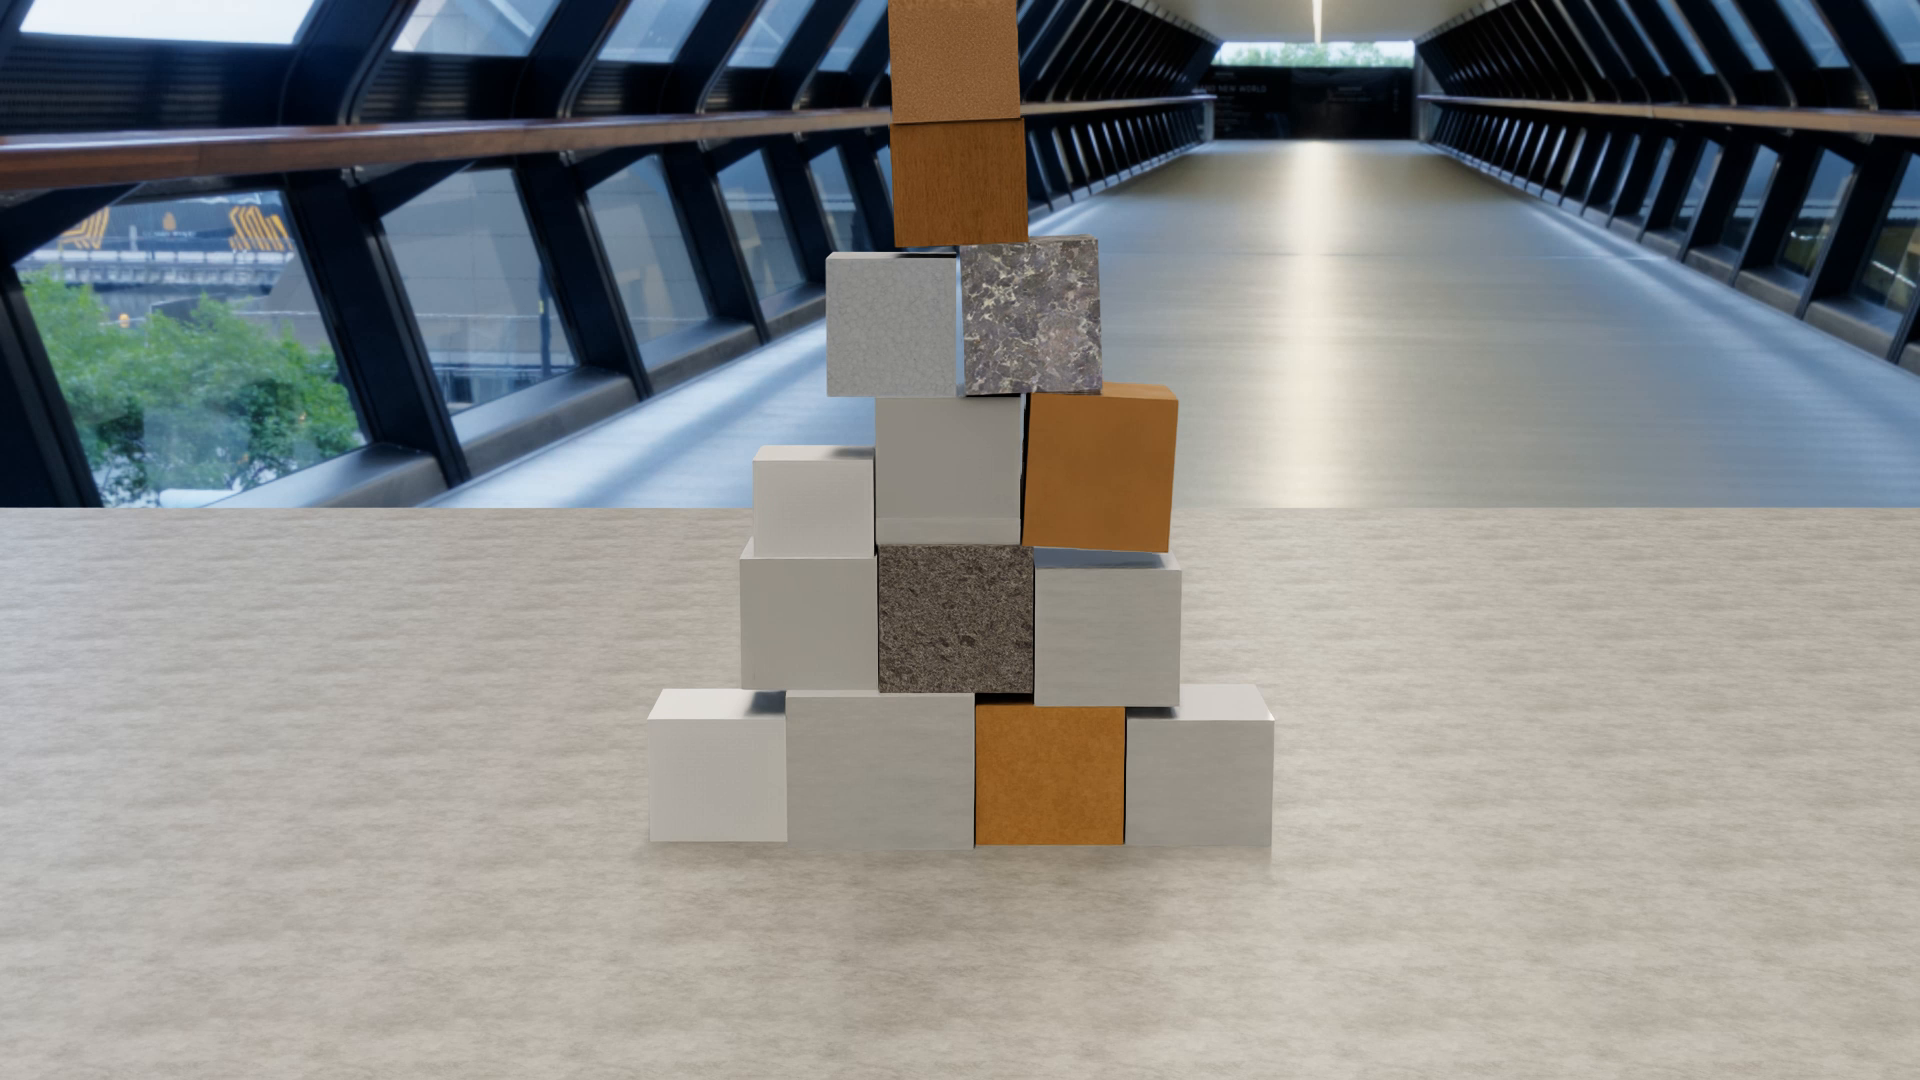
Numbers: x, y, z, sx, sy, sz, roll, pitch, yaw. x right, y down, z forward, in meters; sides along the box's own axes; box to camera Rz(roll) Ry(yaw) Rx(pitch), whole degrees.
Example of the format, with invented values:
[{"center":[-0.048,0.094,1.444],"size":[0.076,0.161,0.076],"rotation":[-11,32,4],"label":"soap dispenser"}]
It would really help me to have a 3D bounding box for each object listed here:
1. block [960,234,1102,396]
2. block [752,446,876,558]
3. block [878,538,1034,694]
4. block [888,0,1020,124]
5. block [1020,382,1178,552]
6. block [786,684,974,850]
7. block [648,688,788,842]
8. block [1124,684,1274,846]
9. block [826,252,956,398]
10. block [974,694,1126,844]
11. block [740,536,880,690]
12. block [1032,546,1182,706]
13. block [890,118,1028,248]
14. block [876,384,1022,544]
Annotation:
[{"center":[0.346,-1.134,10.970],"size":[0.667,0.724,0.667],"rotation":[-2,10,0],"label":"block"},{"center":[-0.727,-0.203,11.164],"size":[0.597,0.486,0.545],"rotation":[0,10,0],"label":"block"},{"center":[-0.019,0.333,11.235],"size":[0.762,0.743,0.708],"rotation":[0,10,0],"label":"block"},{"center":[-0.029,-2.379,10.735],"size":[0.610,0.656,0.570],"rotation":[-2,10,0],"label":"block"},{"center":[0.686,-0.386,11.096],"size":[0.721,0.757,0.676],"rotation":[3,10,-1],"label":"block"},{"center":[-0.398,1.089,11.365],"size":[0.932,0.791,0.847],"rotation":[0,10,0],"label":"block"},{"center":[-1.222,1.159,11.400],"size":[0.696,0.641,0.619],"rotation":[0,10,0],"label":"block"},{"center":[1.202,1.154,11.398],"size":[0.737,0.652,0.742],"rotation":[0,10,0],"label":"block"},{"center":[-0.334,-1.086,10.996],"size":[0.632,0.672,0.629],"rotation":[0,10,0],"label":"block"},{"center":[0.451,1.118,11.403],"size":[0.746,0.721,0.746],"rotation":[0,10,0],"label":"block"},{"center":[-0.752,0.367,11.261],"size":[0.683,0.669,0.620],"rotation":[0,10,0],"label":"block"},{"center":[0.733,0.427,11.251],"size":[0.723,0.694,0.701],"rotation":[0,10,0],"label":"block"},{"center":[-0.002,-1.765,10.844],"size":[0.647,0.591,0.534],"rotation":[-2,10,0],"label":"block"},{"center":[-0.059,-0.395,11.122],"size":[0.713,0.731,0.631],"rotation":[0,10,0],"label":"block"}]
